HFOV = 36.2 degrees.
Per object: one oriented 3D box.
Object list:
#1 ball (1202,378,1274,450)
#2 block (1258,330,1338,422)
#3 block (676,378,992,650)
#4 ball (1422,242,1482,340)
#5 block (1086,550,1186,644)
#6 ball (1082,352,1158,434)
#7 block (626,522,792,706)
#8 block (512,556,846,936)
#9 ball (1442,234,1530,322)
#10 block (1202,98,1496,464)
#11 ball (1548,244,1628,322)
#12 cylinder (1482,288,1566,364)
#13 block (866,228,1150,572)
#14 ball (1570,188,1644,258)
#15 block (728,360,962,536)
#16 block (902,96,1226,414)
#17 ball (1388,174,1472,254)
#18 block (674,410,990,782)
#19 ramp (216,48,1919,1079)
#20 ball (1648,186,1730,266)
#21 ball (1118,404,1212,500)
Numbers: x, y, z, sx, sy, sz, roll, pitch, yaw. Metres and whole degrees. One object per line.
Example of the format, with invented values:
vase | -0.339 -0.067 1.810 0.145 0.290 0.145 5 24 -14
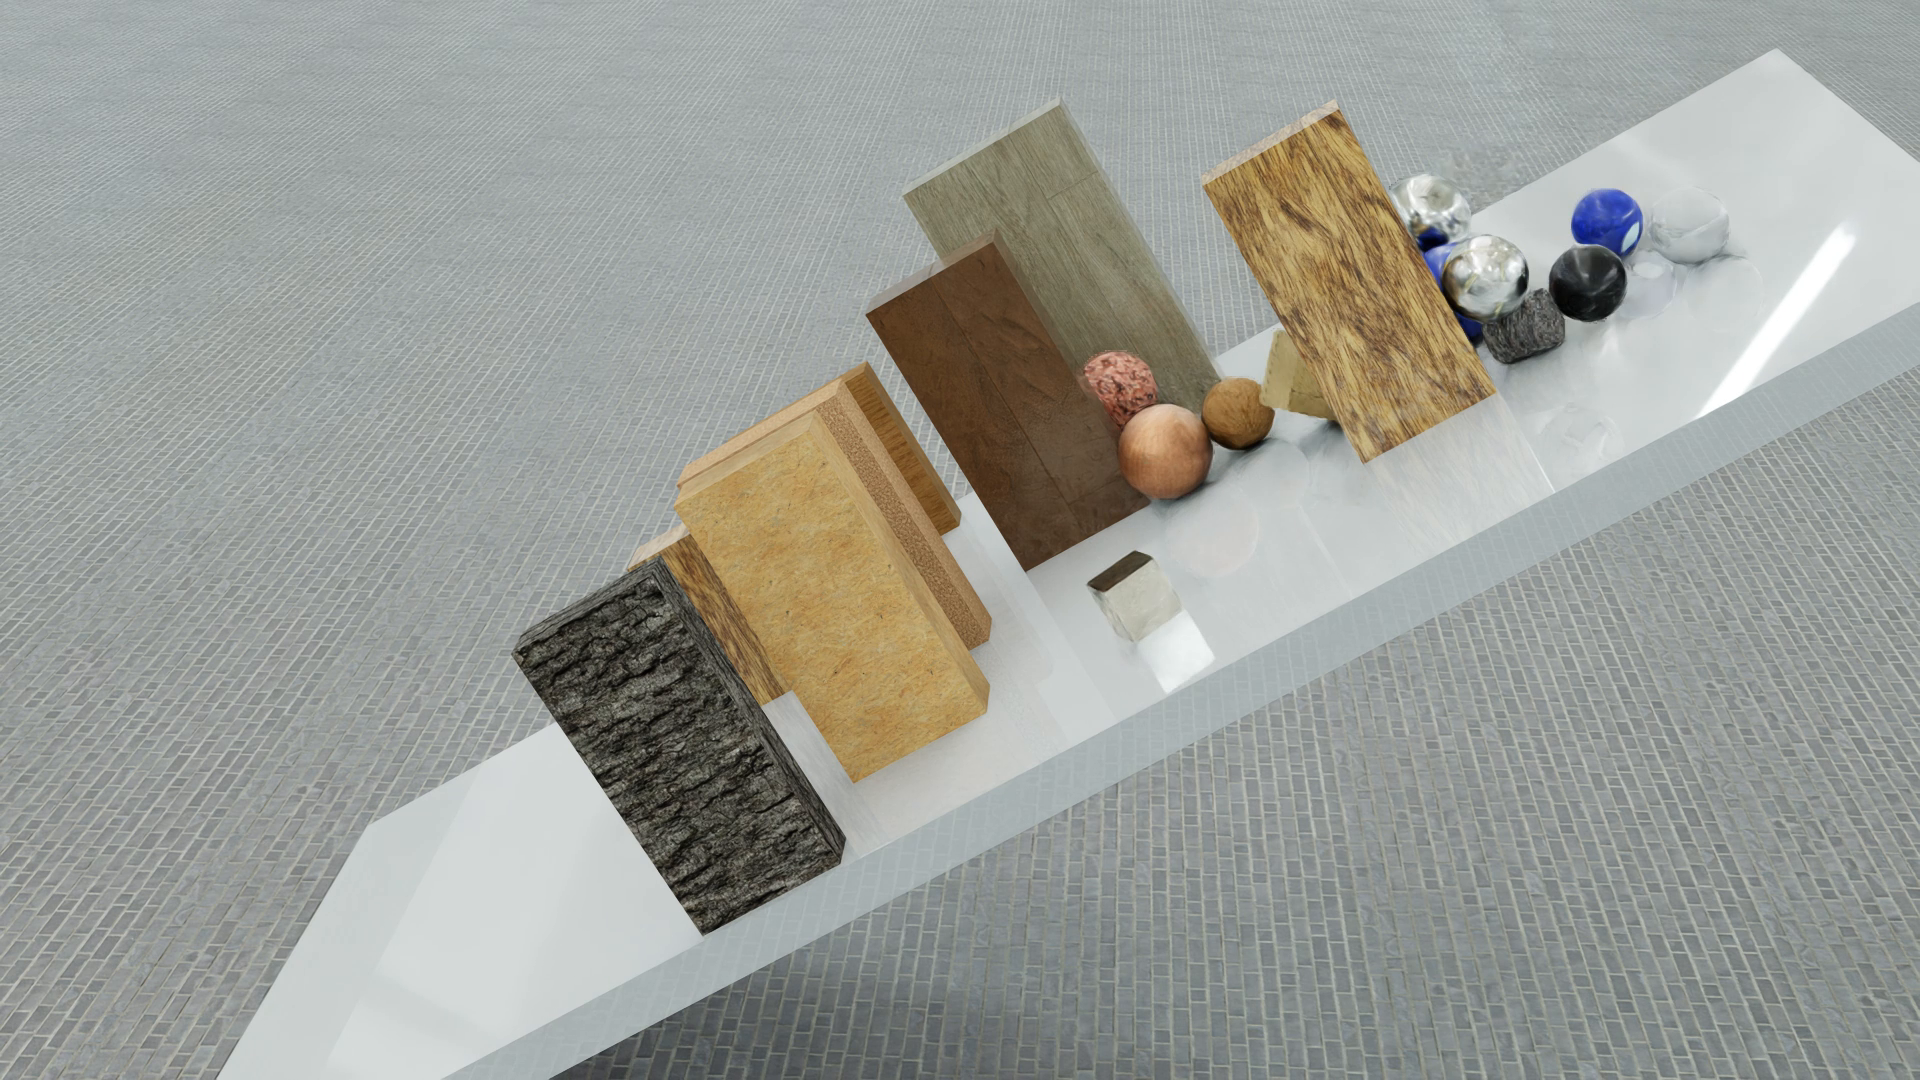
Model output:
ball | 0.593 -0.269 6.284 0.156 0.156 0.156 0 19 0
block | 0.735 -0.336 6.075 0.159 0.159 0.159 11 4 -17
block | -0.258 0.027 6.146 0.386 0.612 0.129 -29 15 12
ball | 1.023 -0.512 6.099 0.208 0.208 0.208 0 19 0
block | 0.336 0.108 5.648 0.119 0.119 0.119 -34 15 -9
ball | 0.347 -0.327 6.532 0.182 0.182 0.182 0 19 0
block | -0.473 0.133 6.610 0.358 0.426 0.143 -29 15 12
block | -0.514 0.383 5.428 0.304 0.649 0.116 -29 15 12
ball | 1.019 -0.506 5.701 0.169 0.169 0.169 0 19 0
block | 0.759 -0.500 5.732 0.296 0.643 0.110 -29 15 12
ball | 1.219 -0.499 5.707 0.152 0.152 0.152 0 19 0
cylinder | 1.110 -0.420 5.796 0.118 0.118 0.118 -20 3 39
block | 0.109 -0.301 6.356 0.316 0.668 0.140 -29 15 12
ball | 1.329 -0.649 6.041 0.147 0.147 0.147 0 19 0
block | -0.281 -0.138 7.076 0.395 0.441 0.102 -29 15 12
block | 0.248 -0.572 6.742 0.411 0.778 0.114 -29 15 12
ball | 0.988 -0.679 6.253 0.194 0.194 0.194 0 19 0
block | -0.244 0.113 5.738 0.305 0.661 0.143 -29 15 12
ramp | 0.142 0.168 6.286 4.000 0.100 2.000 -29 15 12
ball | 1.417 -0.612 5.725 0.155 0.155 0.155 0 19 0
ball | 0.436 -0.188 6.249 0.202 0.202 0.202 0 19 0
